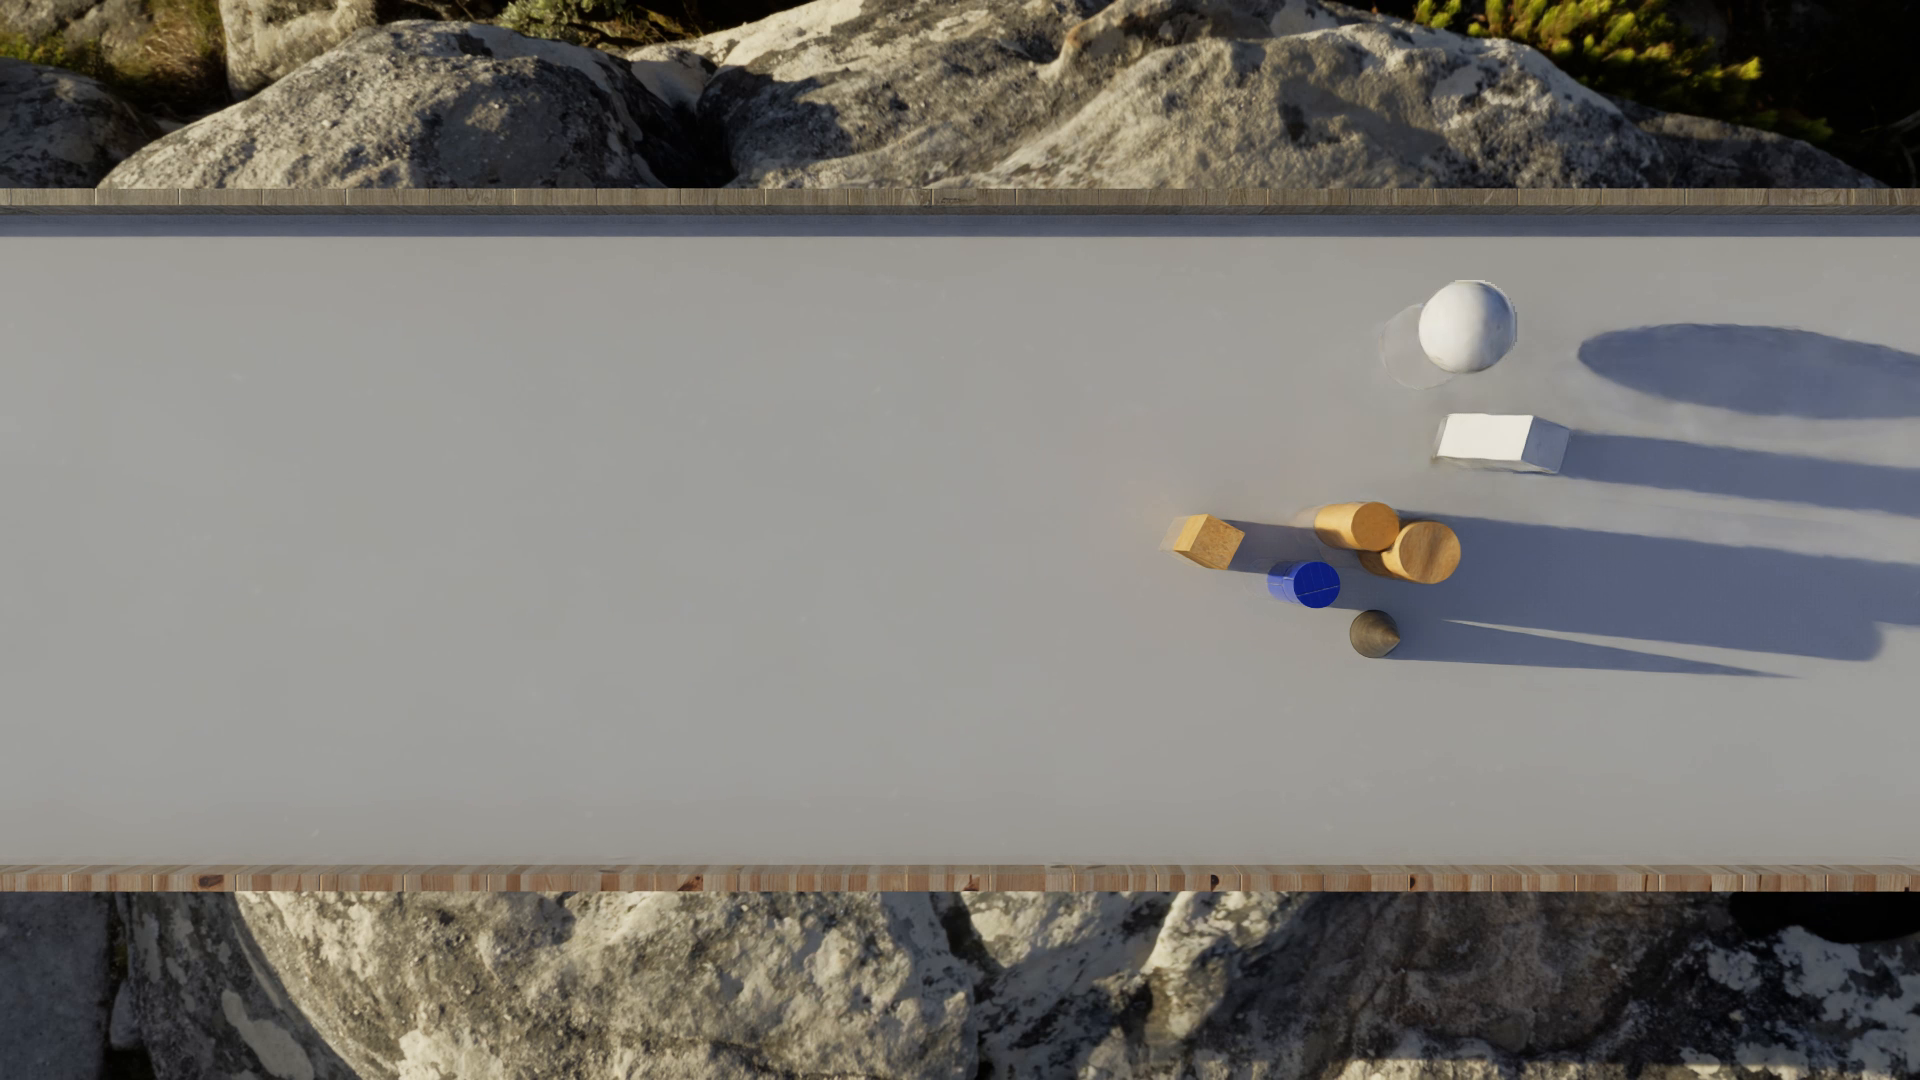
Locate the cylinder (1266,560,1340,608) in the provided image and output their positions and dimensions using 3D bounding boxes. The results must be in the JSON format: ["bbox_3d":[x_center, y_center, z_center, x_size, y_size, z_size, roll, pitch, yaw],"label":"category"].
[{"bbox_3d":[1.010,0.127,4.873,0.133,0.406,0.133,0,90,0],"label":"cylinder"}]

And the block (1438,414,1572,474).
[{"bbox_3d":[1.597,-0.287,4.859,0.132,0.413,0.132,16,90,-17],"label":"block"}]

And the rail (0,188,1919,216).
[{"bbox_3d":[-2.247,-1.025,5.002,12.000,0.150,0.050,0,90,0],"label":"rail"}]

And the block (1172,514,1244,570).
[{"bbox_3d":[0.734,0.006,4.890,0.119,0.374,0.119,28,90,0],"label":"block"}]

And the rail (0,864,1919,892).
[{"bbox_3d":[-2.247,1.025,5.001,12.000,0.150,0.050,0,90,0],"label":"rail"}]

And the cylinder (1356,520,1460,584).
[{"bbox_3d":[1.312,0.028,4.852,0.176,0.441,0.176,0,92,-2],"label":"cylinder"}]

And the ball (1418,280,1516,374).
[{"bbox_3d":[1.488,-0.623,4.841,0.274,0.274,0.274,0,90,0],"label":"ball"}]

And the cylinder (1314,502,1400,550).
[{"bbox_3d":[1.168,-0.042,4.875,0.139,0.397,0.139,0,91,-3],"label":"cylinder"}]

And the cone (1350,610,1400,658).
[{"bbox_3d":[1.274,0.289,4.920,0.150,0.312,0.150,0,90,0],"label":"cone"}]
